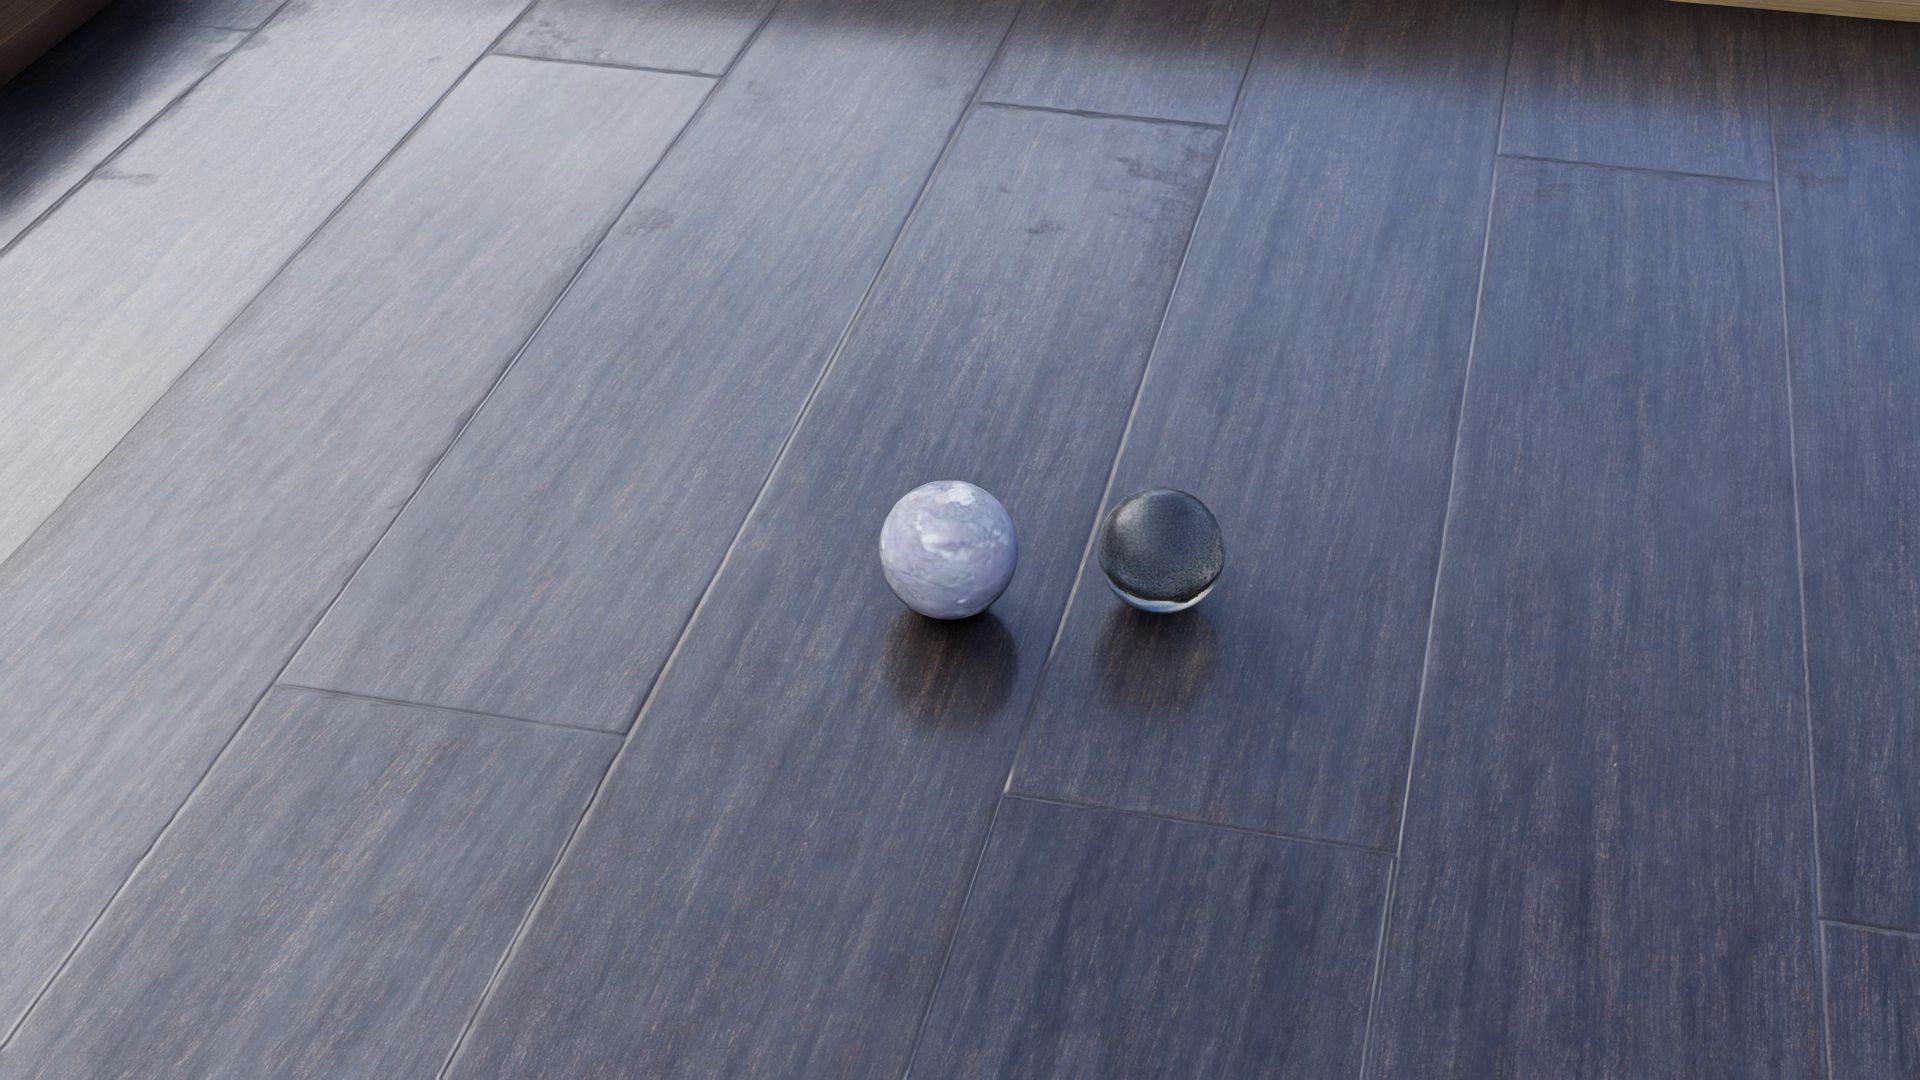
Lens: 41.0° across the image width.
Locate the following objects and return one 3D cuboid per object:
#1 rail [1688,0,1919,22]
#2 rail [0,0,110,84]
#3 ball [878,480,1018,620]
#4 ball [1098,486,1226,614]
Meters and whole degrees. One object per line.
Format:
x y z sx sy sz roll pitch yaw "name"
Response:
1.349 -0.523 2.510 4.433 0.125 0.045 8 35 11 "rail"
-1.056 -0.155 1.975 0.045 0.125 2.412 8 35 11 "rail"
-0.008 0.007 1.767 0.097 0.097 0.097 0 35 0 "ball"
0.139 0.007 1.774 0.088 0.088 0.088 0 35 0 "ball"
